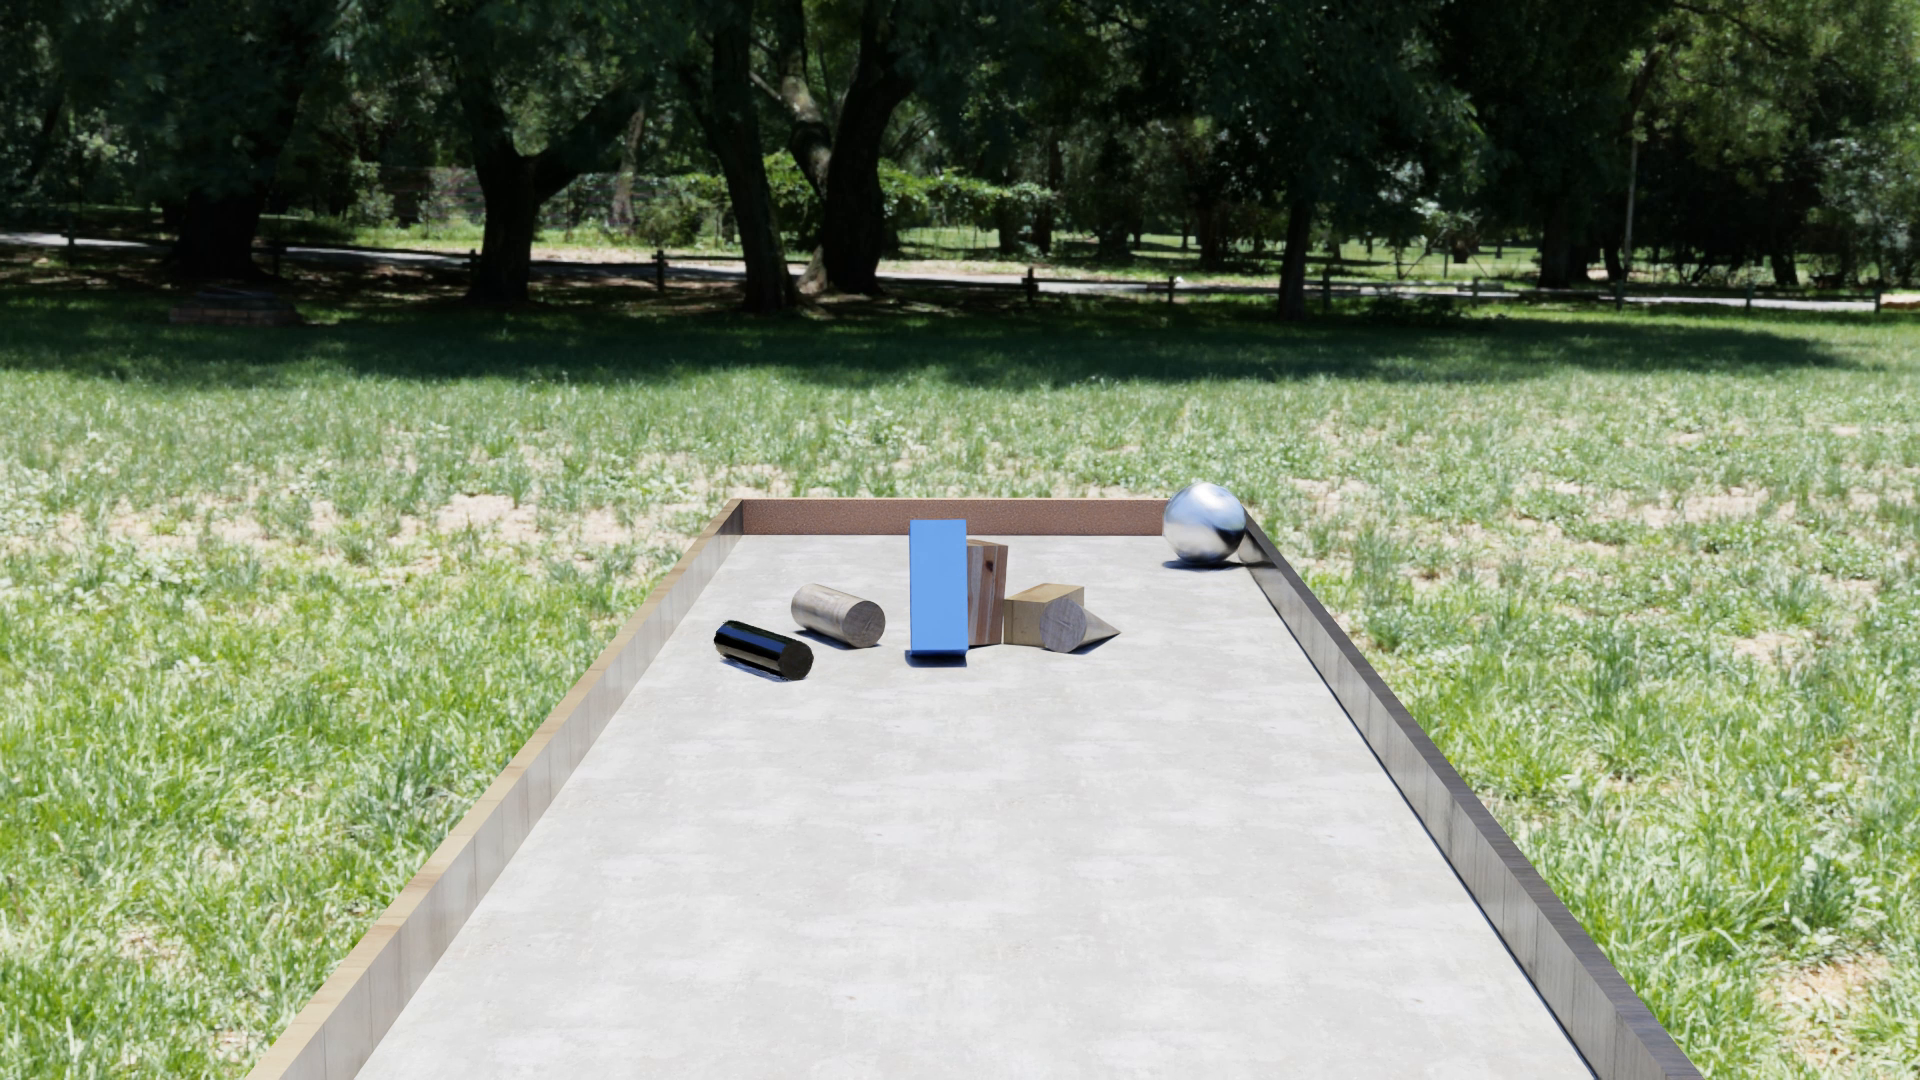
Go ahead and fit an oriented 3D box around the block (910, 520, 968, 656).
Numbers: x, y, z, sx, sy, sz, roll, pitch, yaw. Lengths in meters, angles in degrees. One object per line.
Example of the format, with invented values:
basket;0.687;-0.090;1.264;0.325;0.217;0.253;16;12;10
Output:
block;-0.067;0.148;6.705;0.169;0.395;0.169;0;-10;-3

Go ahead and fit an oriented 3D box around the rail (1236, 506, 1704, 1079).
rail;1.046;0.843;3.208;0.050;0.150;12.000;0;9;1

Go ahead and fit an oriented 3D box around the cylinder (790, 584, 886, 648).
cylinder;-0.391;0.240;7.015;0.151;0.151;0.358;-5;11;-31

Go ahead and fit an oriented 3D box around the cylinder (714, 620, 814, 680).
cylinder;-0.588;0.328;6.564;0.118;0.118;0.382;-6;11;-35

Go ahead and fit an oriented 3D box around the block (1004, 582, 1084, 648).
block;0.271;0.239;7.047;0.143;0.143;0.321;4;10;25

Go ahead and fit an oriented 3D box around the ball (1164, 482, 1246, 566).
ball;0.932;-0.061;8.389;0.314;0.314;0.314;0;9;0

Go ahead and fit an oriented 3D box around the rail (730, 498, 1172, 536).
rail;0.099;-0.098;9.147;2.100;0.150;0.050;0;9;1

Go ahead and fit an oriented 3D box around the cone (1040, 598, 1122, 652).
cone;0.421;0.282;6.963;0.169;0.169;0.376;6;-2;34

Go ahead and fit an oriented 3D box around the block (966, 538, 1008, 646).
block;0.022;0.163;6.939;0.171;0.312;0.171;-1;7;-40

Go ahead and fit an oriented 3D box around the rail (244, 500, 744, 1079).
rail;-1.004;0.839;3.234;0.050;0.150;12.000;0;9;1
